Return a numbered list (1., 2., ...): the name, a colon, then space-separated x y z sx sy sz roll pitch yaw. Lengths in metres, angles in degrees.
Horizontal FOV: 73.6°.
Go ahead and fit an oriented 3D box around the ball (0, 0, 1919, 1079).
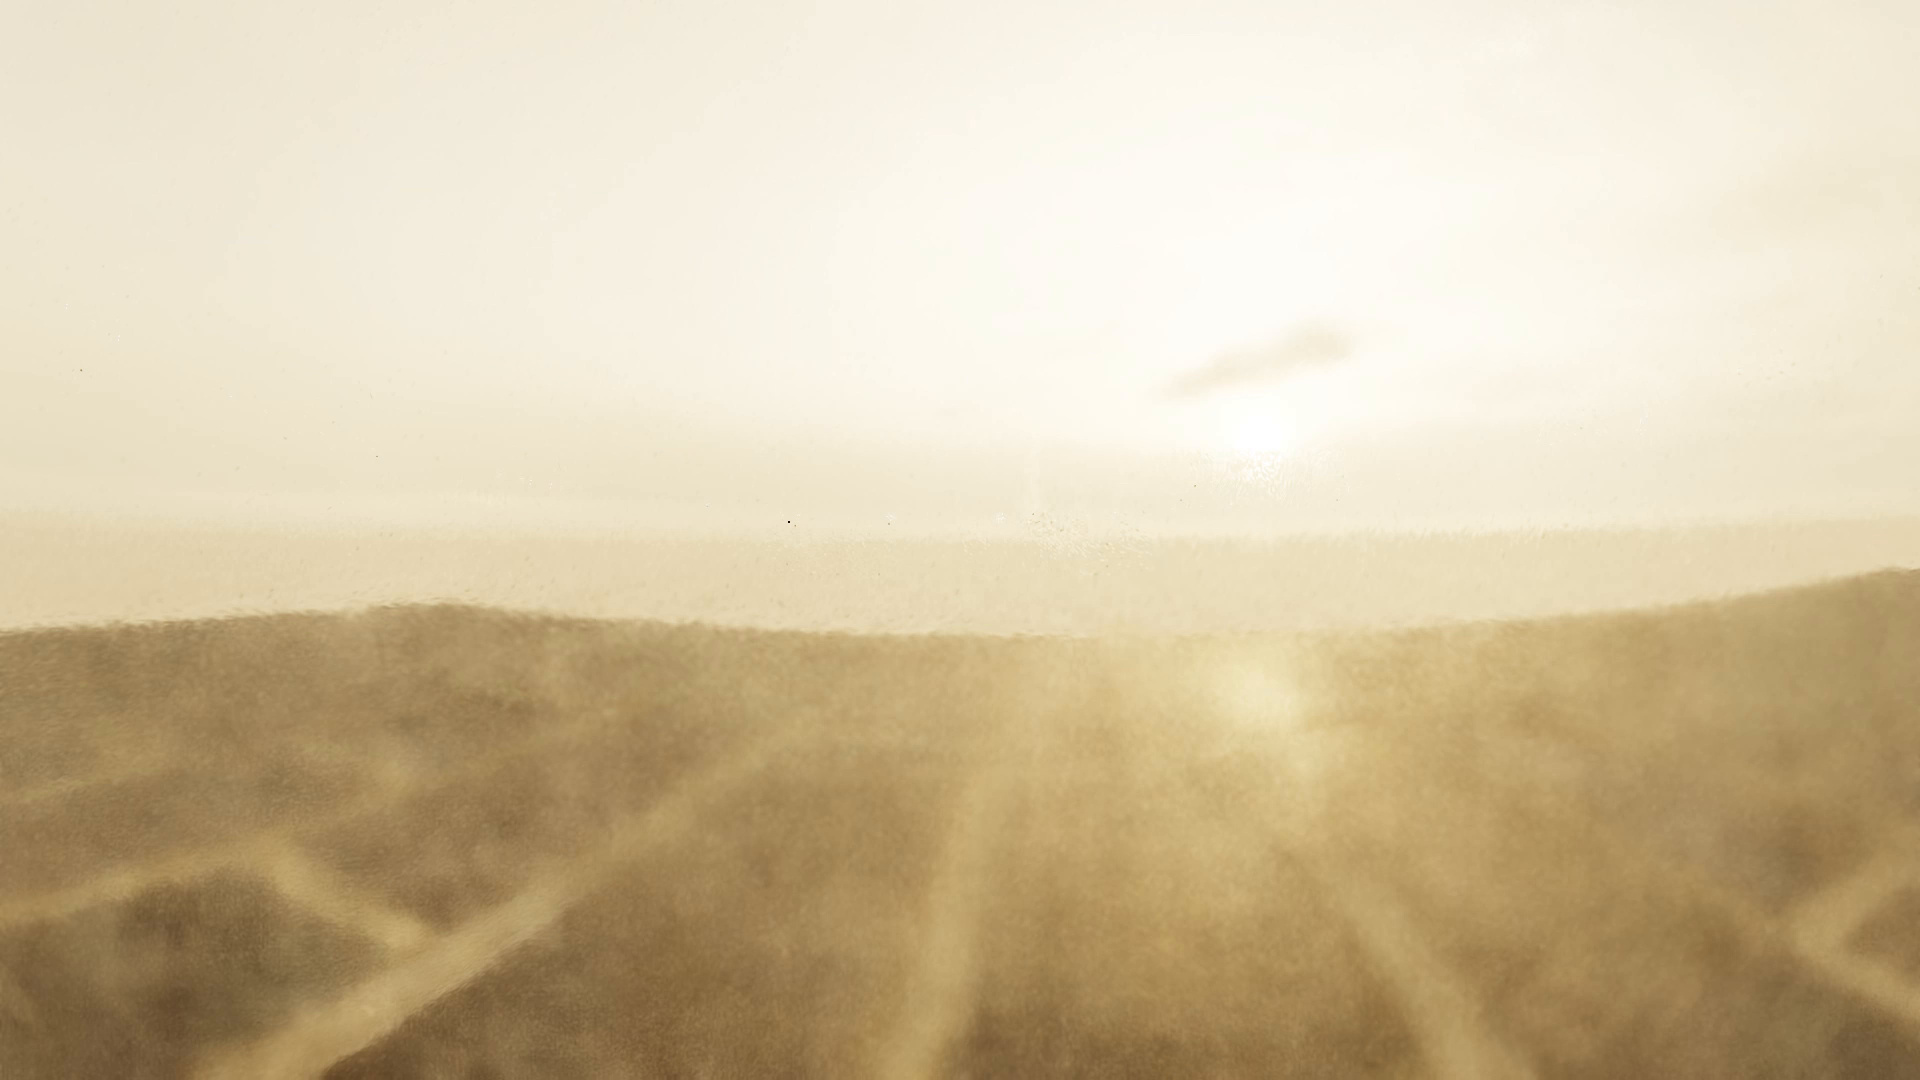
1. ball: 0.000 -0.002 0.056 0.080 0.080 0.080 0 4 0
